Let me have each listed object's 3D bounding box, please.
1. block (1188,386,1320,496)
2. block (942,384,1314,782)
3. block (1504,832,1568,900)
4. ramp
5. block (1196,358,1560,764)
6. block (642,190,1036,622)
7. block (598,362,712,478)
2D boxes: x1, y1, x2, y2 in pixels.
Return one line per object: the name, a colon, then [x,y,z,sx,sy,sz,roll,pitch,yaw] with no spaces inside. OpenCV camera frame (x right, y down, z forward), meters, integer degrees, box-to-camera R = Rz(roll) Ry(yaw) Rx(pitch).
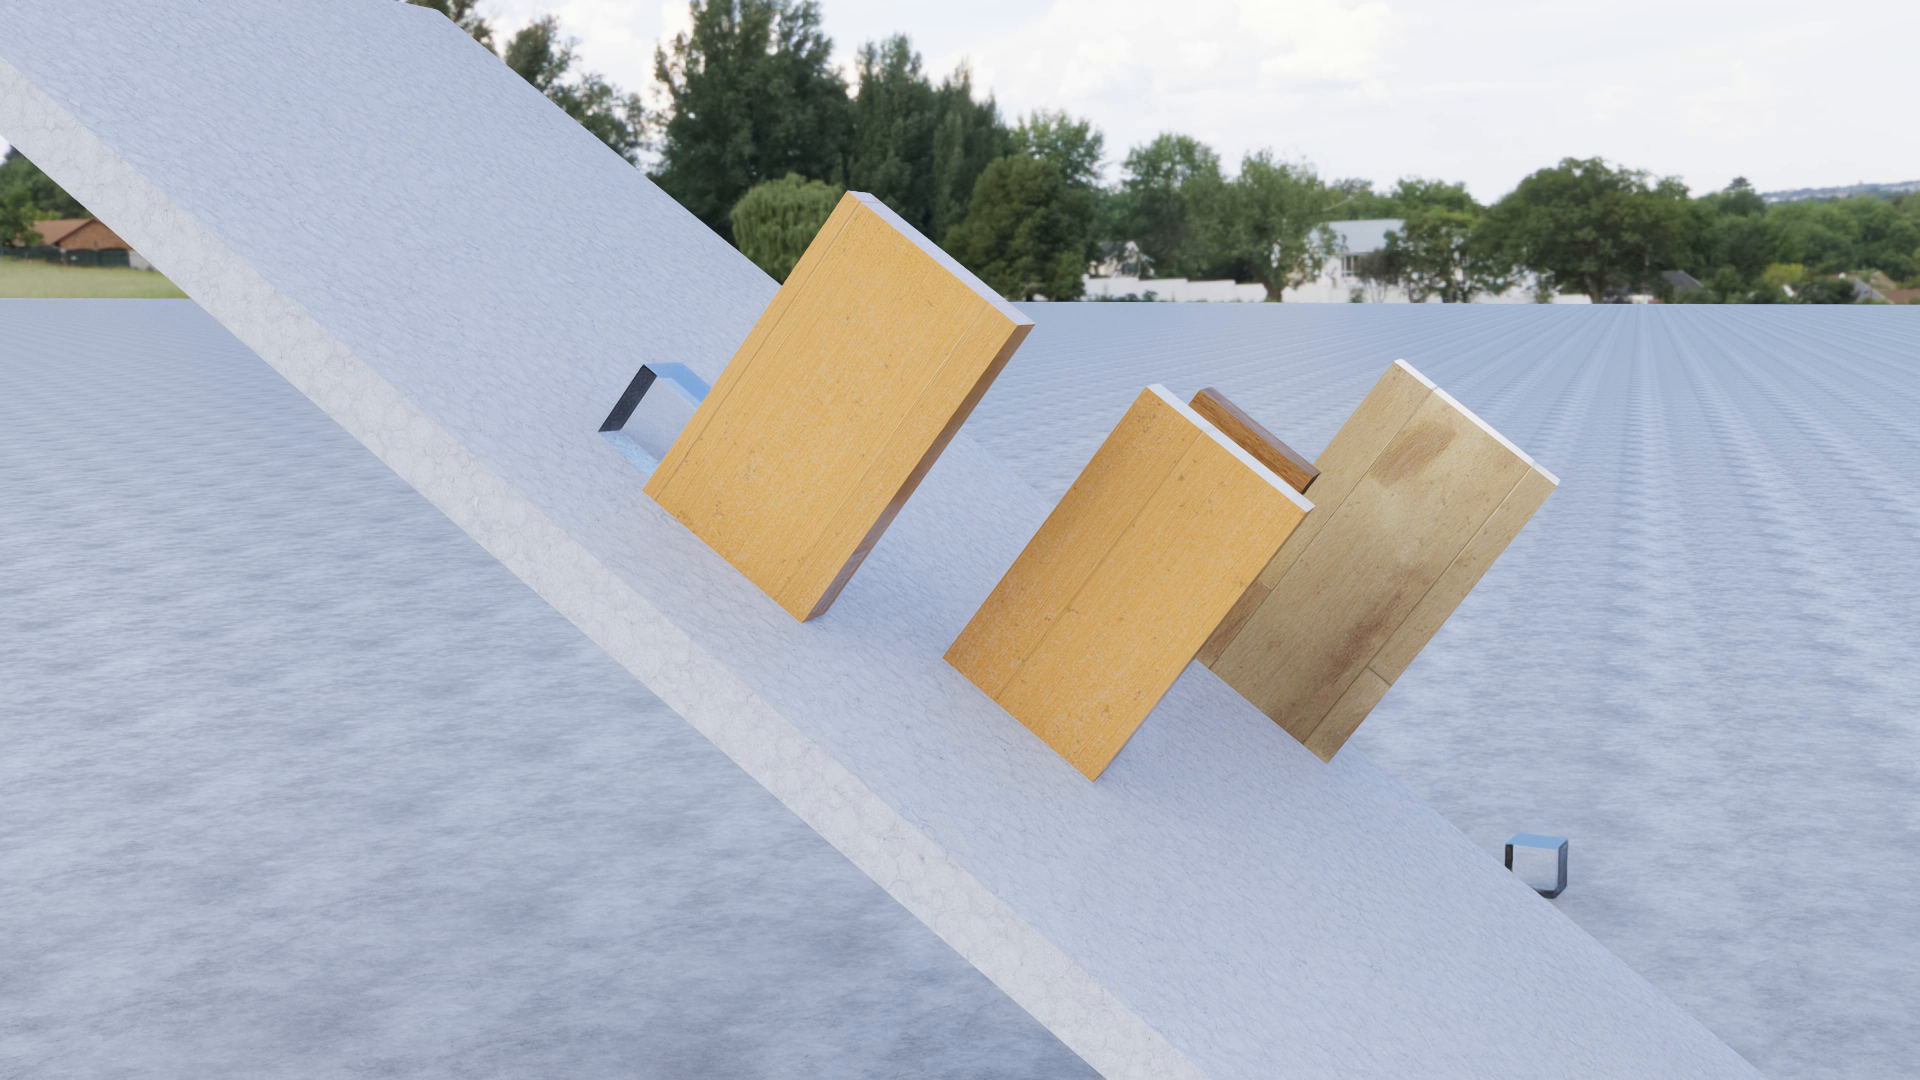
block: [0.401,0.010,4.138,0.261,0.545,0.118,39,16,9]
block: [0.275,0.071,3.639,0.327,0.575,0.103,39,16,9]
block: [1.734,0.980,6.618,0.151,0.151,0.151,4,8,29]
ramp: [-0.055,0.115,4.065,4.000,0.100,2.000,39,16,9]
block: [0.848,0.045,4.610,0.410,0.747,0.147,39,16,9]
block: [-0.194,-0.205,3.428,0.335,0.581,0.105,39,16,9]
block: [-0.475,-0.192,3.611,0.140,0.140,0.140,40,16,11]
